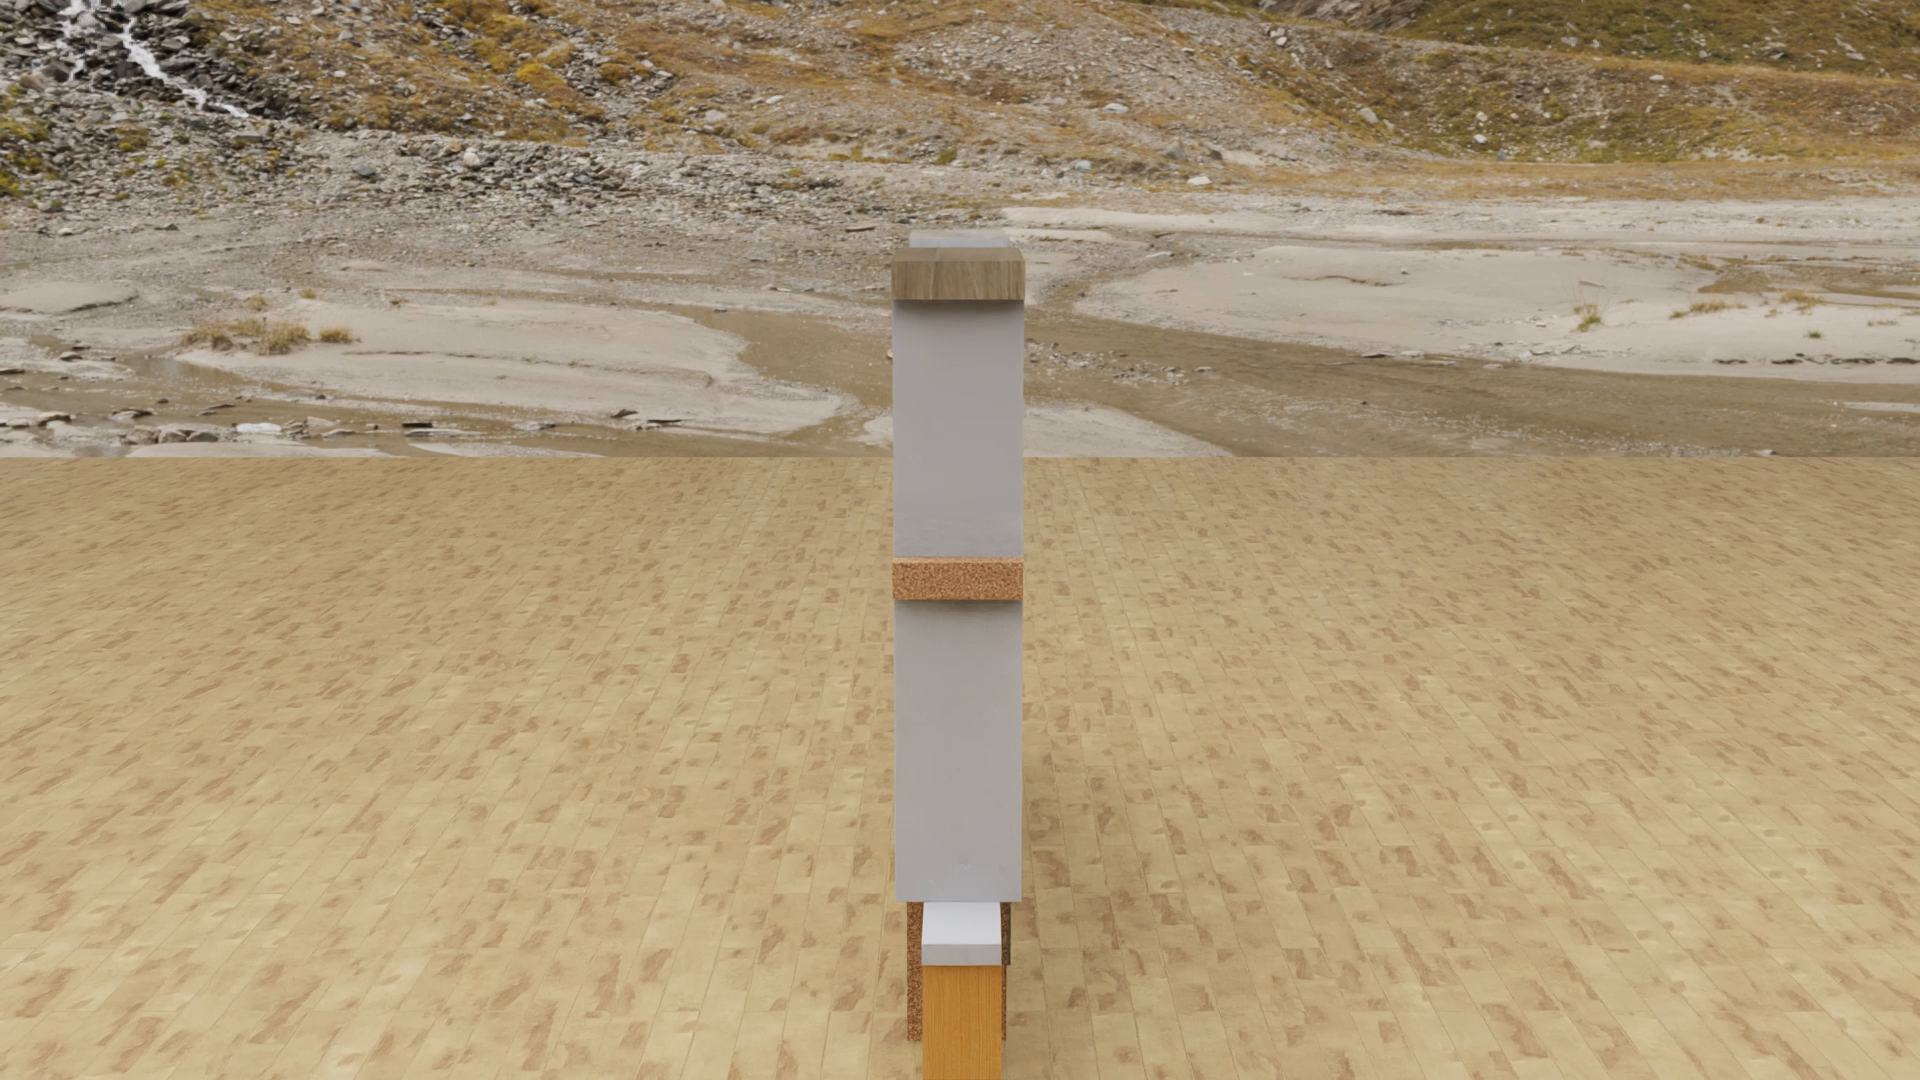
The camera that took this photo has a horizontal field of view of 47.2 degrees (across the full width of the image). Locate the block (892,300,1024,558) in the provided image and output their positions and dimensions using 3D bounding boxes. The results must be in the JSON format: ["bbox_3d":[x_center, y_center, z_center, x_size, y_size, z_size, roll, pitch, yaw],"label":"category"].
[{"bbox_3d":[-0.002,-0.148,2.866,0.169,0.338,0.048,0,11,0],"label":"block"}]

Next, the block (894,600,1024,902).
[{"bbox_3d":[-0.002,0.274,2.940,0.170,0.423,0.048,0,10,0],"label":"block"}]

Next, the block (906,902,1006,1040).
[{"bbox_3d":[-0.005,0.561,3.068,0.138,0.276,0.039,0,11,0],"label":"block"}]

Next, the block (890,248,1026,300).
[{"bbox_3d":[-0.002,-0.358,2.941,0.169,0.048,0.338,0,11,0],"label":"block"}]

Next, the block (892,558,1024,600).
[{"bbox_3d":[-0.003,0.022,3.009,0.170,0.048,0.339,0,11,0],"label":"block"}]

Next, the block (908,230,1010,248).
[{"bbox_3d":[-0.003,-0.489,3.677,0.162,0.046,0.323,0,11,0],"label":"block"}]

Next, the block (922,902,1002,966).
[{"bbox_3d":[0.003,0.511,2.903,0.102,0.029,0.203,0,10,0],"label":"block"}]

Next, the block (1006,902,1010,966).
[{"bbox_3d":[0.000,0.492,3.347,0.155,0.310,0.044,0,11,0],"label":"block"}]

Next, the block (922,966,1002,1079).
[{"bbox_3d":[0.003,0.637,2.858,0.102,0.203,0.029,0,11,0],"label":"block"}]
